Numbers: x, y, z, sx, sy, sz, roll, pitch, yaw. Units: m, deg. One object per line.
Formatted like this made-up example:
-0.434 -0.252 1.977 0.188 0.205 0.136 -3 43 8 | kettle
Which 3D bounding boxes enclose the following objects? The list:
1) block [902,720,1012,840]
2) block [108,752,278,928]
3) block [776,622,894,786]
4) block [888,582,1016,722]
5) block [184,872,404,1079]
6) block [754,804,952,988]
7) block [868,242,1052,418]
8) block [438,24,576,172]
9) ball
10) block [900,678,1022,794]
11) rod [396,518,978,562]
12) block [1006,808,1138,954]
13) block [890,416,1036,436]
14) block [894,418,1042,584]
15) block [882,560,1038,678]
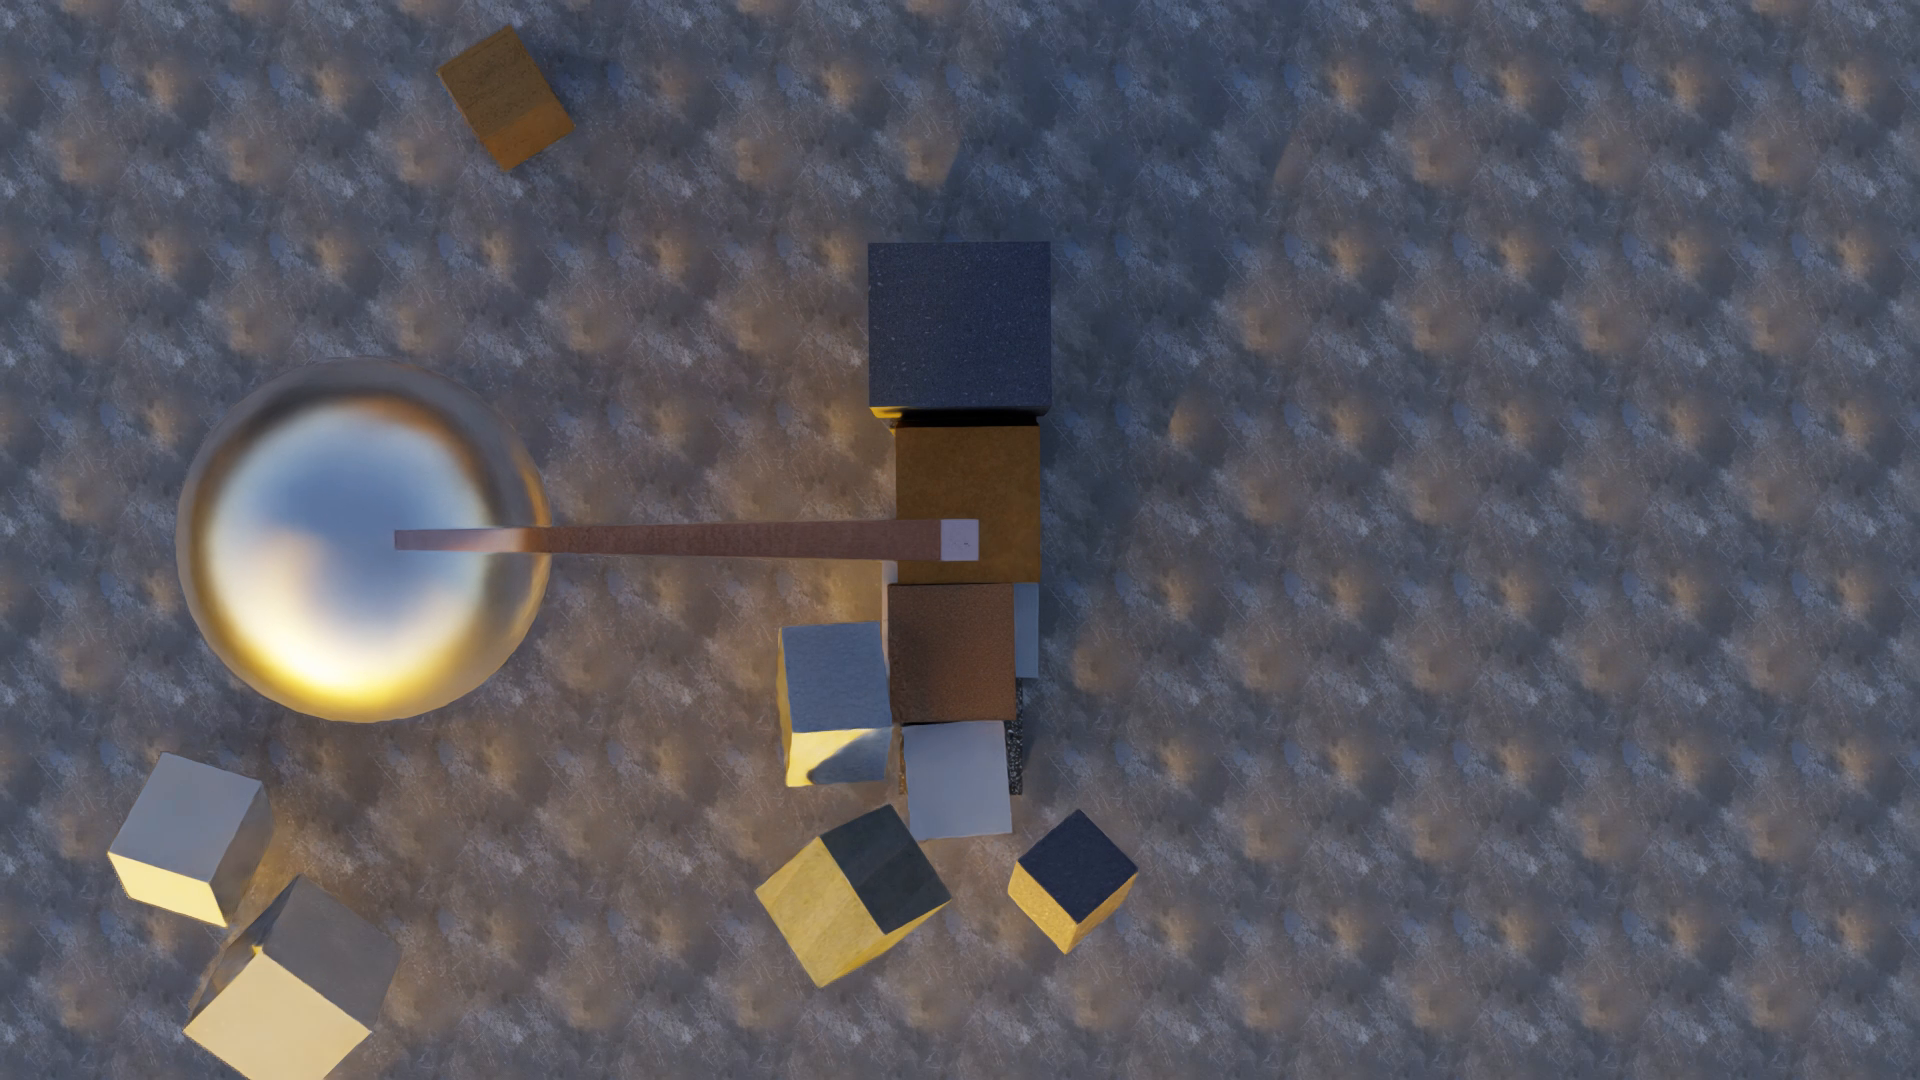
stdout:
-0.014 1.270 11.969 0.538 0.625 0.609 -5 90 0 | block
-4.299 1.686 12.365 0.586 0.590 0.651 16 56 3 | block
-0.668 0.862 11.547 0.514 0.586 0.631 -3 57 -10 | block
-0.043 0.592 11.896 0.662 0.746 0.717 -1 90 0 | block
-3.639 2.464 12.071 0.727 0.810 0.678 42 105 -16 | block
-0.553 1.857 11.515 0.571 0.631 0.605 -43 76 32 | block
-0.001 -1.101 11.703 0.931 0.972 0.837 -1 90 0 | block
-2.605 -2.540 12.675 0.485 0.528 0.508 -32 80 -2 | block
-2.589 0.000 9.615 1.600 1.600 1.600 0 90 0 | ball
0.004 1.097 12.641 0.689 0.718 0.653 0 90 0 | block
-1.122 0.000 6.548 0.080 5.200 0.080 0 90 -26 | rod
0.550 1.678 10.809 0.420 0.452 0.425 -38 71 -23 | block
0.015 -1.010 12.594 0.814 0.811 0.789 0 90 0 | block
0.043 -0.219 11.861 0.753 0.735 0.822 -1 96 0 | block
0.001 0.400 12.635 0.873 0.731 0.732 0 90 0 | block
